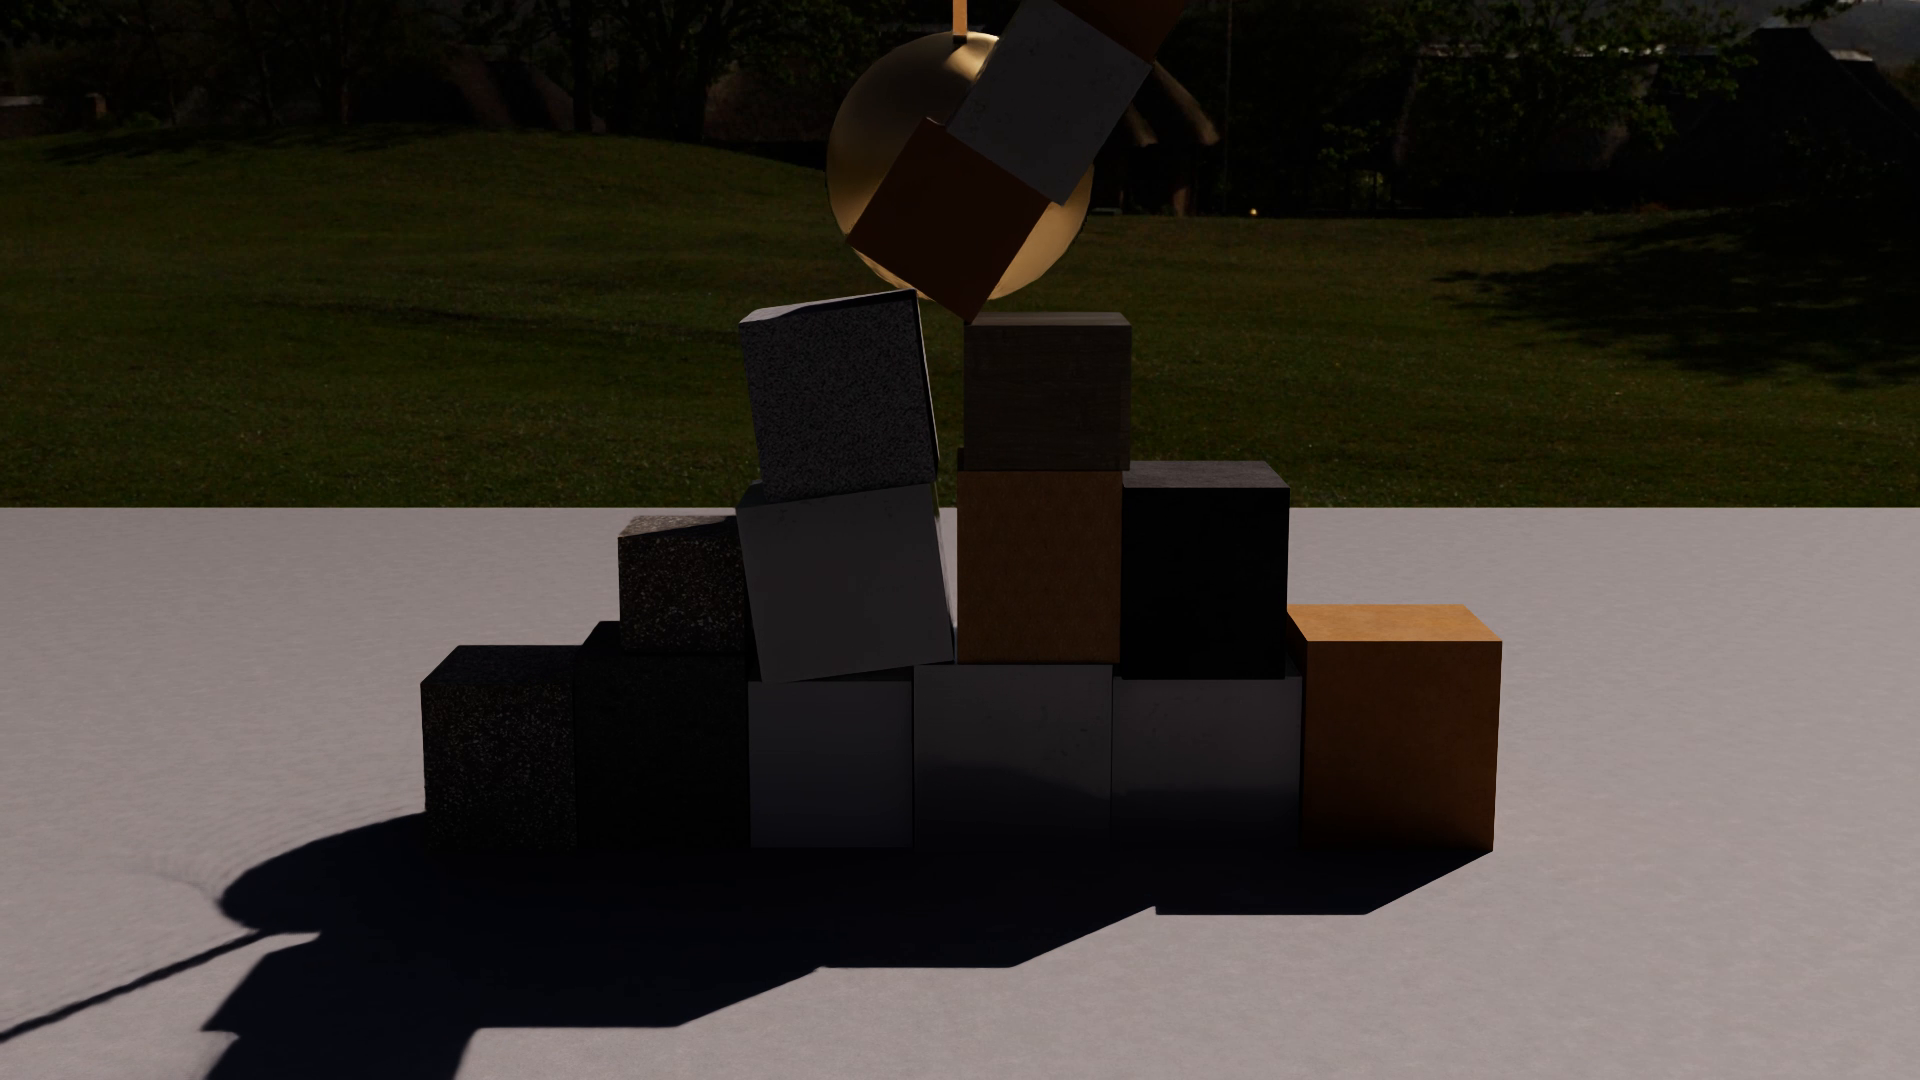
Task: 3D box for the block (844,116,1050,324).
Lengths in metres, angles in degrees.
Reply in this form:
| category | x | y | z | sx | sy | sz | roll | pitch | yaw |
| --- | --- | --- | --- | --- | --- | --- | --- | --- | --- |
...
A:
| category | x | y | z | sx | sy | sz | roll | pitch | yaw |
| --- | --- | --- | --- | --- | --- | --- | --- | --- | --- |
| block | -0.053 | -1.595 | 10.901 | 0.726 | 0.706 | 0.731 | 33 | 9 | -5 |

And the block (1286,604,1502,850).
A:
| category | x | y | z | sx | sy | sz | roll | pitch | yaw |
| --- | --- | --- | --- | --- | --- | --- | --- | --- | --- |
| block | 2.189 | 0.949 | 11.335 | 0.959 | 1.077 | 0.864 | 0 | 10 | 0 |

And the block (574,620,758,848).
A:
| category | x | y | z | sx | sy | sz | roll | pitch | yaw |
| --- | --- | --- | --- | --- | --- | --- | --- | --- | --- |
| block | -1.488 | 0.990 | 11.360 | 0.848 | 0.988 | 0.827 | 0 | 10 | 0 |

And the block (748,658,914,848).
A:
| category | x | y | z | sx | sy | sz | roll | pitch | yaw |
| --- | --- | --- | --- | --- | --- | --- | --- | --- | --- |
| block | -0.645 | 1.051 | 11.383 | 0.815 | 0.860 | 0.822 | 0 | 10 | 0 |

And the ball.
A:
| category | x | y | z | sx | sy | sz | roll | pitch | yaw |
| --- | --- | --- | --- | --- | --- | --- | --- | --- | --- |
| ball | 0.000 | -2.212 | 13.111 | 1.600 | 1.600 | 1.600 | 0 | 10 | 0 |

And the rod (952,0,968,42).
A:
| category | x | y | z | sx | sy | sz | roll | pitch | yaw |
| --- | --- | --- | --- | --- | --- | --- | --- | --- | --- |
| rod | 0.000 | -5.070 | 11.269 | 0.080 | 5.200 | 0.080 | 0 | 33 | 0 |

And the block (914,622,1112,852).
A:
| category | x | y | z | sx | sy | sz | roll | pitch | yaw |
| --- | --- | --- | --- | --- | --- | --- | --- | --- | --- |
| block | 0.261 | 1.000 | 11.381 | 0.976 | 0.960 | 0.970 | 0 | 10 | 0 |

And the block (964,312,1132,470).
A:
| category | x | y | z | sx | sy | sz | roll | pitch | yaw |
| --- | --- | --- | --- | --- | --- | --- | --- | --- | --- |
| block | 0.424 | -0.760 | 11.046 | 0.807 | 0.706 | 0.854 | 0 | 10 | 0 |

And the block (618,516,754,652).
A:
| category | x | y | z | sx | sy | sz | roll | pitch | yaw |
| --- | --- | --- | --- | --- | --- | --- | --- | --- | --- |
| block | -1.381 | 0.217 | 11.210 | 0.618 | 0.586 | 0.625 | 0 | 10 | 0 |

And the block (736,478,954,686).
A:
| category | x | y | z | sx | sy | sz | roll | pitch | yaw |
| --- | --- | --- | --- | --- | --- | --- | --- | --- | --- |
| block | -0.560 | 0.137 | 11.190 | 0.953 | 0.888 | 0.926 | -8 | 10 | 1 |

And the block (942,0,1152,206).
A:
| category | x | y | z | sx | sy | sz | roll | pitch | yaw |
| --- | --- | --- | --- | --- | --- | --- | --- | --- | --- |
| block | 0.411 | -2.158 | 10.741 | 0.663 | 0.781 | 0.722 | 32 | 9 | -8 |

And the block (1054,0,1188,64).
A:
| category | x | y | z | sx | sy | sz | roll | pitch | yaw |
| --- | --- | --- | --- | --- | --- | --- | --- | --- | --- |
| block | 0.797 | -2.659 | 10.634 | 0.525 | 0.499 | 0.541 | 32 | 9 | -8 |

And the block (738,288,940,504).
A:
| category | x | y | z | sx | sy | sz | roll | pitch | yaw |
| --- | --- | --- | --- | --- | --- | --- | --- | --- | --- |
| block | -0.586 | -0.740 | 11.033 | 0.839 | 0.886 | 0.855 | -7 | 10 | 2 |

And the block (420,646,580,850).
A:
| category | x | y | z | sx | sy | sz | roll | pitch | yaw |
| --- | --- | --- | --- | --- | --- | --- | --- | --- | --- |
| block | -2.294 | 1.056 | 11.358 | 0.749 | 0.859 | 0.839 | 0 | 10 | 0 |

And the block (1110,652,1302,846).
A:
| category | x | y | z | sx | sy | sz | roll | pitch | yaw |
| --- | --- | --- | --- | --- | --- | --- | --- | --- | --- |
| block | 1.230 | 1.040 | 11.380 | 0.940 | 0.881 | 0.790 | 0 | 10 | 0 |

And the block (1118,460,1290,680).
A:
| category | x | y | z | sx | sy | sz | roll | pitch | yaw |
| --- | --- | --- | --- | --- | --- | --- | --- | --- | --- |
| block | 1.202 | 0.136 | 11.208 | 0.802 | 0.960 | 0.903 | 0 | 10 | 0 |

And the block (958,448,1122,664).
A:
| category | x | y | z | sx | sy | sz | roll | pitch | yaw |
| --- | --- | --- | --- | --- | --- | --- | --- | --- | --- |
| block | 0.388 | 0.062 | 11.178 | 0.803 | 0.959 | 0.834 | 0 | 10 | 0 |
